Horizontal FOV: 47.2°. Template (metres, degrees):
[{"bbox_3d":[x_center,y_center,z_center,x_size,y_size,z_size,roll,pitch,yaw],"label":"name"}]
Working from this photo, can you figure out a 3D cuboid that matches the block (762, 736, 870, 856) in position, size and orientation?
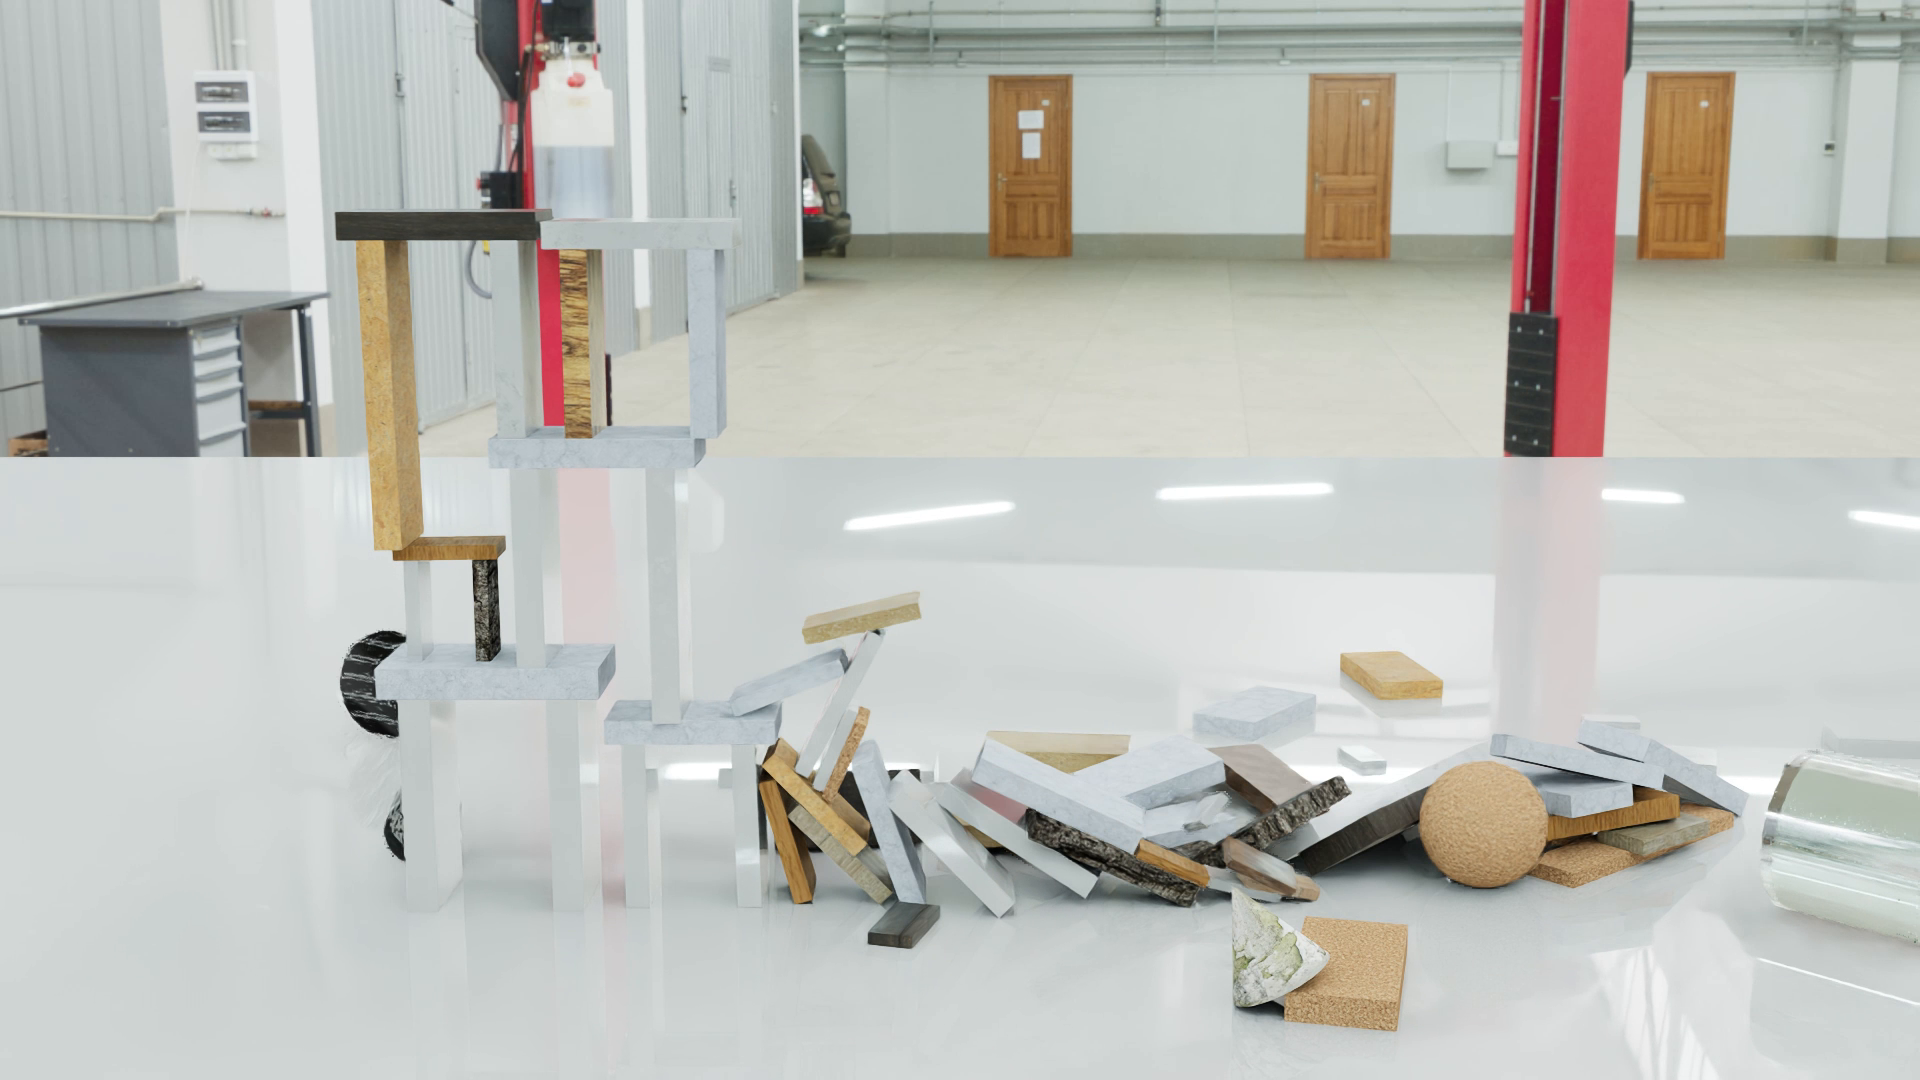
[{"bbox_3d":[-0.237,0.423,3.637,0.030,0.213,0.107,-44,7,7],"label":"block"}]

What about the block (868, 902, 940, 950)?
[{"bbox_3d":[-0.088,0.612,3.496,0.073,0.021,0.146,3,11,16],"label":"block"}]

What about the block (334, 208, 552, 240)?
[{"bbox_3d":[-0.810,-0.499,3.471,0.309,0.044,0.154,0,11,0],"label":"block"}]

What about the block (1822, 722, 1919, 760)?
[{"bbox_3d":[1.926,0.413,4.519,0.262,0.037,0.131,2,11,9],"label":"block"}]

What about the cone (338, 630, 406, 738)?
[{"bbox_3d":[-1.275,0.322,4.703,0.226,0.226,0.226,-10,-3,-44],"label":"cone"}]

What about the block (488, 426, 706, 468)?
[{"bbox_3d":[-0.578,-0.150,3.529,0.323,0.046,0.162,0,11,0],"label":"block"}]

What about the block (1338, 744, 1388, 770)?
[{"bbox_3d":[0.812,0.438,4.442,0.057,0.016,0.113,-3,11,-14],"label":"block"}]

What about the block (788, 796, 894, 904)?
[{"bbox_3d":[-0.197,0.505,3.653,0.030,0.213,0.107,-44,7,8],"label":"block"}]

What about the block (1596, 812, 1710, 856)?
[{"bbox_3d":[1.220,0.512,3.868,0.191,0.027,0.095,-8,13,-36],"label":"block"}]

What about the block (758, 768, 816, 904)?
[{"bbox_3d":[-0.286,0.485,3.651,0.030,0.213,0.107,-16,10,3],"label":"block"}]

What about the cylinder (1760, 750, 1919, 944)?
[{"bbox_3d":[1.459,0.489,3.492,0.263,0.263,0.263,-10,14,-42],"label":"cylinder"}]

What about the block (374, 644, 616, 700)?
[{"bbox_3d":[-0.756,0.214,3.601,0.356,0.050,0.178,0,11,0],"label":"block"}]

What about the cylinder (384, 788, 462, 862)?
[{"bbox_3d":[-0.941,0.492,3.860,0.122,0.122,0.122,-2,11,-9],"label":"cylinder"}]

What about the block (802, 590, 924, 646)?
[{"bbox_3d":[-0.157,0.126,3.581,0.194,0.027,0.097,-13,10,4],"label":"block"}]

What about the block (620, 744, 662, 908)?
[{"bbox_3d":[-0.528,0.454,3.644,0.039,0.276,0.138,0,11,0],"label":"block"}]

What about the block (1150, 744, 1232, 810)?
[{"bbox_3d":[0.418,0.458,4.259,0.310,0.044,0.155,-9,14,-40],"label":"block"}]

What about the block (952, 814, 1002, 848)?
[{"bbox_3d":[0.121,0.503,3.905,0.290,0.041,0.145,-5,8,23],"label":"block"}]

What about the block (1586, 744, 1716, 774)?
[{"bbox_3d":[1.378,0.439,4.386,0.246,0.035,0.123,3,11,18],"label":"block"}]

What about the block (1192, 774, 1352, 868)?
[{"bbox_3d":[0.540,0.492,3.796,0.288,0.041,0.144,-21,-12,-46],"label":"block"}]

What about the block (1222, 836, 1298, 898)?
[{"bbox_3d":[0.489,0.533,3.593,0.126,0.018,0.063,26,26,-13],"label":"block"}]

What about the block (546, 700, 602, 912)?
[{"bbox_3d":[-0.637,0.414,3.638,0.050,0.356,0.178,0,11,0],"label":"block"}]

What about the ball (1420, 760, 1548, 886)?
[{"bbox_3d":[0.881,0.477,3.700,0.211,0.211,0.211,0,11,0],"label":"ball"}]

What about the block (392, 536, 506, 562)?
[{"bbox_3d":[-0.828,0.013,3.567,0.166,0.024,0.083,-1,11,-2],"label":"block"}]

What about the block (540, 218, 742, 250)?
[{"bbox_3d":[-0.500,-0.484,3.469,0.295,0.042,0.148,0,11,0],"label":"block"}]

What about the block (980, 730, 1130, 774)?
[{"bbox_3d":[0.194,0.428,4.430,0.292,0.041,0.146,1,11,7],"label":"block"}]

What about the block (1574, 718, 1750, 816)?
[{"bbox_3d":[1.299,0.421,4.065,0.316,0.045,0.158,27,-6,-33],"label":"block"}]

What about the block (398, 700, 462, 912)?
[{"bbox_3d":[-0.875,0.414,3.638,0.050,0.356,0.178,0,11,0],"label":"block"}]

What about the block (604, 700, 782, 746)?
[{"bbox_3d":[-0.436,0.299,3.615,0.276,0.039,0.138,0,11,0],"label":"block"}]

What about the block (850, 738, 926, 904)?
[{"bbox_3d":[-0.116,0.468,3.616,0.037,0.261,0.131,-19,10,3],"label":"block"}]

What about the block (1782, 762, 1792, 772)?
[{"bbox_3d":[1.692,0.460,4.319,0.068,0.019,0.136,-5,11,-23],"label":"block"}]

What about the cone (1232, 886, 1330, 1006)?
[{"bbox_3d":[0.431,0.569,3.198,0.157,0.157,0.157,-28,3,1],"label":"cone"}]

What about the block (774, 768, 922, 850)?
[{"bbox_3d":[-0.200,0.477,3.907,0.261,0.131,0.037,-1,-5,-8],"label":"block"}]

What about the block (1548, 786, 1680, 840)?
[{"bbox_3d":[1.114,0.479,3.888,0.275,0.039,0.138,-6,5,-20],"label":"block"}]

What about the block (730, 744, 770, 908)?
[{"bbox_3d":[-0.347,0.454,3.644,0.039,0.276,0.138,-1,11,0],"label":"block"}]

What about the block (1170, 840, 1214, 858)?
[{"bbox_3d":[0.398,0.551,3.832,0.125,0.018,0.063,-8,13,-38],"label":"block"}]
